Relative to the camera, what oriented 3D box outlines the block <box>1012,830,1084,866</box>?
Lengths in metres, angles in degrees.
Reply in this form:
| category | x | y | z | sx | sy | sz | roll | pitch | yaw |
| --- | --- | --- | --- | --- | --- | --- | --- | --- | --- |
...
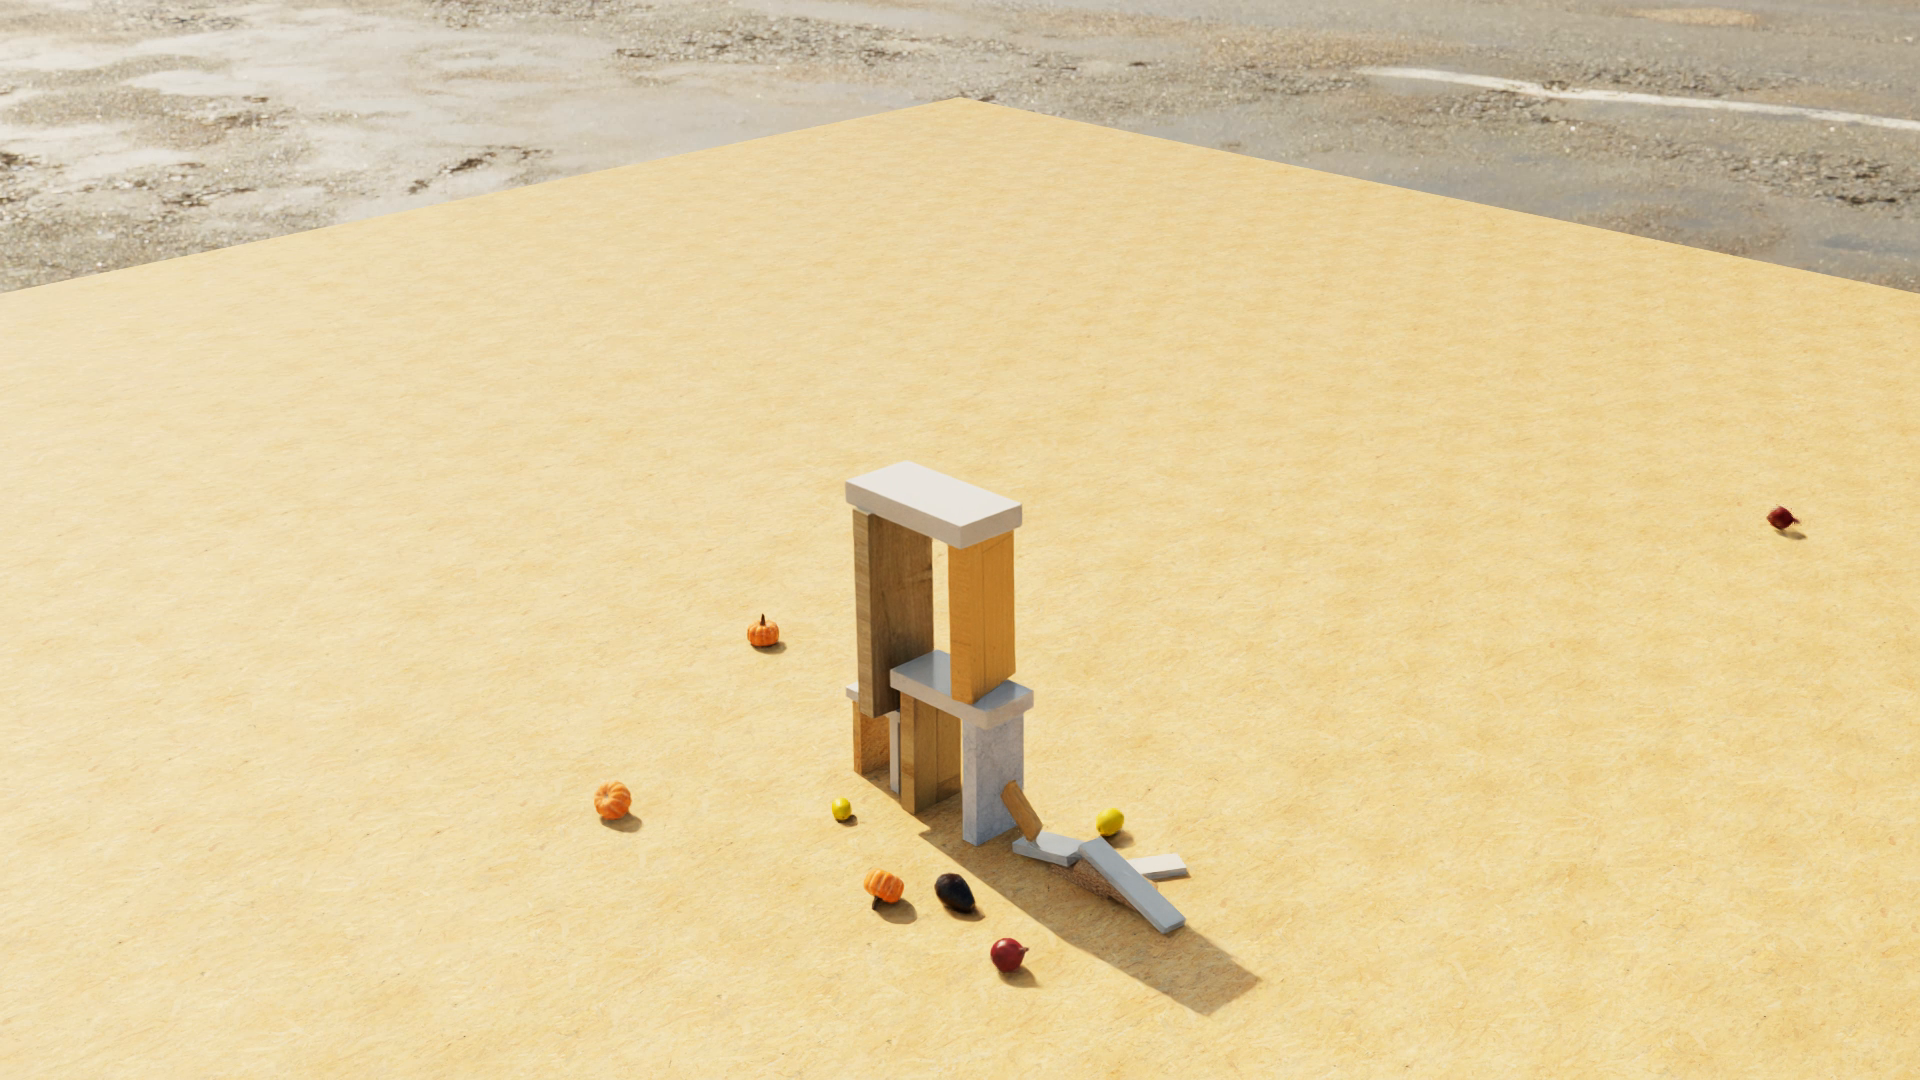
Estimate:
| category | x | y | z | sx | sy | sz | roll | pitch | yaw |
| --- | --- | --- | --- | --- | --- | --- | --- | --- | --- |
| block | 0.180 | 0.599 | 4.284 | 0.073 | 0.021 | 0.146 | -22 | 19 | -41 |

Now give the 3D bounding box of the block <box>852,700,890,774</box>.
| category | x | y | z | sx | sy | sz | roll | pitch | yaw |
| --- | --- | --- | --- | --- | --- | --- | --- | --- | --- |
| block | -0.185 | 0.400 | 4.604 | 0.083 | 0.167 | 0.024 | -21 | 31 | -40 |

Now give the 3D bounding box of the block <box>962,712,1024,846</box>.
| category | x | y | z | sx | sy | sz | roll | pitch | yaw |
| --- | --- | --- | --- | --- | --- | --- | --- | --- | --- |
| block | 0.066 | 0.458 | 4.341 | 0.133 | 0.266 | 0.038 | -21 | 30 | -40 |

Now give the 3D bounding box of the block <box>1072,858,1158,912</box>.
| category | x | y | z | sx | sy | sz | roll | pitch | yaw |
| --- | --- | --- | --- | --- | --- | --- | --- | --- | --- |
| block | 0.295 | 0.642 | 4.163 | 0.146 | 0.021 | 0.073 | 28 | 36 | 23 |

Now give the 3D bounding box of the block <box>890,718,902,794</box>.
| category | x | y | z | sx | sy | sz | roll | pitch | yaw |
| --- | --- | --- | --- | --- | --- | --- | --- | --- | --- |
| block | -0.106 | 0.431 | 4.532 | 0.024 | 0.166 | 0.083 | 21 | 31 | 40 |

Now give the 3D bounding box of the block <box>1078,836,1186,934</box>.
| category | x | y | z | sx | sy | sz | roll | pitch | yaw |
| --- | --- | --- | --- | --- | --- | --- | --- | --- | --- |
| block | 0.322 | 0.647 | 4.132 | 0.056 | 0.016 | 0.249 | -16 | 42 | -36 |

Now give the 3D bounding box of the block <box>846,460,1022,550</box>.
| category | x | y | z | sx | sy | sz | roll | pitch | yaw |
| --- | --- | --- | --- | --- | --- | --- | --- | --- | --- |
| block | -0.053 | -0.071 | 4.252 | 0.163 | 0.046 | 0.327 | -20 | 30 | -40 |

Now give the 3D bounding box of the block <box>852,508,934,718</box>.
| category | x | y | z | sx | sy | sz | roll | pitch | yaw |
| --- | --- | --- | --- | --- | --- | --- | --- | --- | --- |
| block | -0.130 | 0.128 | 4.406 | 0.163 | 0.441 | 0.046 | -19 | 28 | -37 |

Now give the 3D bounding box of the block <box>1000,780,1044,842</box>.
| category | x | y | z | sx | sy | sz | roll | pitch | yaw |
| --- | --- | --- | --- | --- | --- | --- | --- | --- | --- |
| block | 0.121 | 0.531 | 4.306 | 0.016 | 0.056 | 0.112 | -18 | 61 | -30 |

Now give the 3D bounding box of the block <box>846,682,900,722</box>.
| category | x | y | z | sx | sy | sz | roll | pitch | yaw |
| --- | --- | --- | --- | --- | --- | --- | --- | --- | --- |
| block | -0.150 | 0.326 | 4.535 | 0.083 | 0.024 | 0.166 | -21 | 31 | -40 |

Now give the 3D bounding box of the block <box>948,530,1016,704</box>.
| category | x | y | z | sx | sy | sz | roll | pitch | yaw |
| --- | --- | --- | --- | --- | --- | --- | --- | --- | --- |
| block | 0.043 | 0.134 | 4.245 | 0.046 | 0.327 | 0.163 | 12 | 26 | 30 |

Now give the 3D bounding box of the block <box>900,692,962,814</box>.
| category | x | y | z | sx | sy | sz | roll | pitch | yaw |
| --- | --- | --- | --- | --- | --- | --- | --- | --- | --- |
| block | -0.058 | 0.410 | 4.453 | 0.133 | 0.266 | 0.038 | -21 | 31 | -41 |

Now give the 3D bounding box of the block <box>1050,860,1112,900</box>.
| category | x | y | z | sx | sy | sz | roll | pitch | yaw |
| --- | --- | --- | --- | --- | --- | --- | --- | --- | --- |
| block | 0.252 | 0.642 | 4.222 | 0.146 | 0.021 | 0.073 | 21 | 31 | 40 |

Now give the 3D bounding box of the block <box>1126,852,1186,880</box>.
| category | x | y | z | sx | sy | sz | roll | pitch | yaw |
| --- | --- | --- | --- | --- | --- | --- | --- | --- | --- |
| block | 0.376 | 0.633 | 4.250 | 0.112 | 0.016 | 0.056 | -6 | 24 | -13 |

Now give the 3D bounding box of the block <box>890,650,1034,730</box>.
| category | x | y | z | sx | sy | sz | roll | pitch | yaw |
| --- | --- | --- | --- | --- | --- | --- | --- | --- | --- |
| block | 0.003 | 0.293 | 4.339 | 0.266 | 0.038 | 0.133 | 21 | 31 | 40 |
